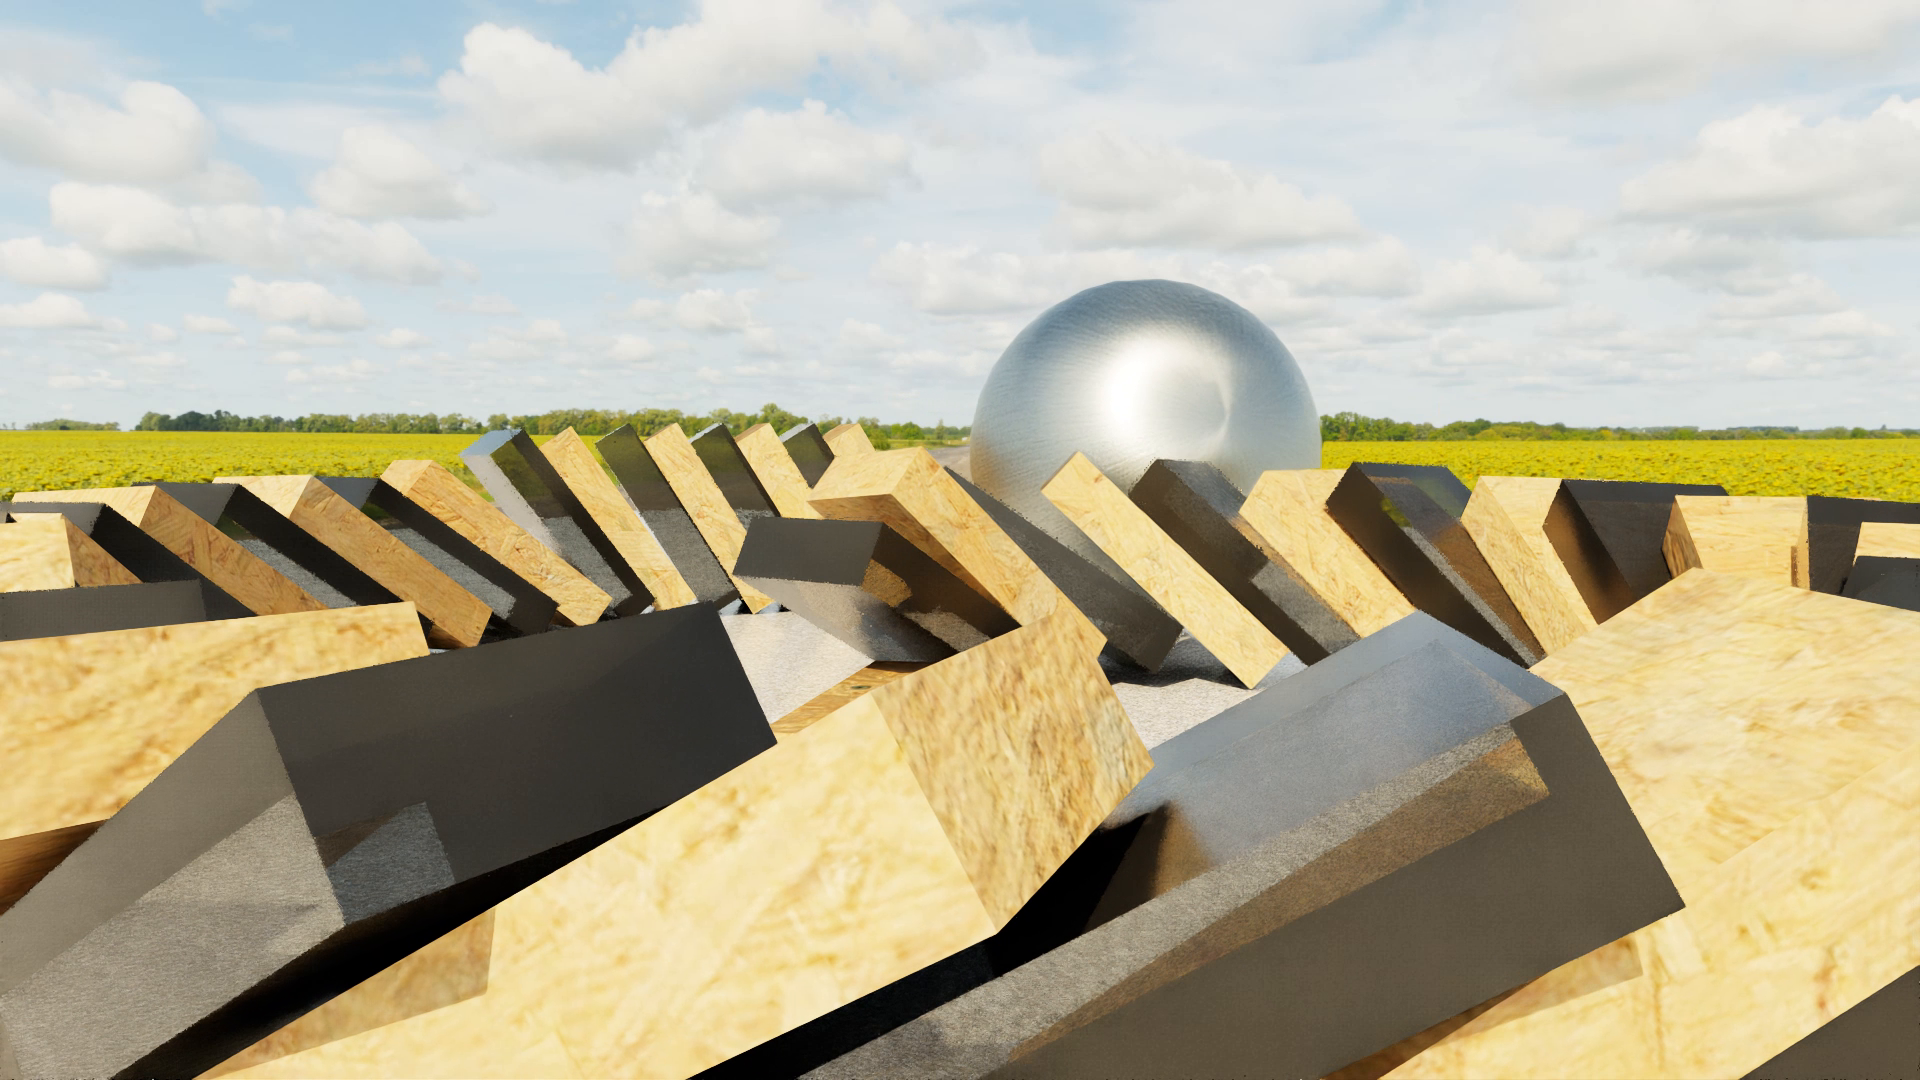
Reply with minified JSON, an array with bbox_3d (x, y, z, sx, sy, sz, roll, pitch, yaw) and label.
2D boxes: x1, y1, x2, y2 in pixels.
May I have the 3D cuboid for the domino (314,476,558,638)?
[{"bbox_3d":[-0.110,0.005,0.265,0.025,0.009,0.050,3,-29,33],"label":"domino"}]

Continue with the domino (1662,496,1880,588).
[{"bbox_3d":[0.107,0.013,0.159,0.025,0.010,0.050,1,38,14],"label":"domino"}]

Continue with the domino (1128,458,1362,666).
[{"bbox_3d":[0.056,0.005,0.236,0.050,0.010,0.025,46,23,24],"label":"domino"}]

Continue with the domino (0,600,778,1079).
[{"bbox_3d":[-0.036,0.020,0.070,0.050,0.010,0.025,-33,-12,30],"label":"domino"}]

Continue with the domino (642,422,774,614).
[{"bbox_3d":[-0.064,-0.006,0.328,0.009,0.050,0.025,-33,12,-12],"label":"domino"}]

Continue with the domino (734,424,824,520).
[{"bbox_3d":[-0.042,-0.006,0.333,0.009,0.050,0.025,-33,13,-12],"label":"domino"}]

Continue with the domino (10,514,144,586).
[{"bbox_3d":[-0.122,0.012,0.174,0.025,0.010,0.050,0,-27,-4],"label":"domino"}]

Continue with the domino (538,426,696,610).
[{"bbox_3d":[-0.085,-0.004,0.316,0.010,0.050,0.025,-37,14,-13],"label":"domino"}]

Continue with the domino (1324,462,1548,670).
[{"bbox_3d":[0.086,0.007,0.215,0.025,0.010,0.050,0,42,-32],"label":"domino"}]

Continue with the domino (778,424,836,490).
[{"bbox_3d":[-0.031,-0.006,0.335,0.009,0.050,0.025,-33,12,-12],"label":"domino"}]

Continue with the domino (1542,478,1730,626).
[{"bbox_3d":[0.105,0.010,0.181,0.025,0.009,0.050,2,39,-2],"label":"domino"}]

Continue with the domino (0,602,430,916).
[{"bbox_3d":[-0.055,0.020,0.080,0.050,0.010,0.025,-34,-18,36],"label":"domino"}]

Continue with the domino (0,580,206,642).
[{"bbox_3d":[-0.073,0.019,0.092,0.025,0.010,0.050,-4,-25,-43],"label":"domino"}]

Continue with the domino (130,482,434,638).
[{"bbox_3d":[-0.123,0.007,0.232,0.025,0.010,0.050,2,-30,22],"label":"domino"}]

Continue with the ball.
[{"bbox_3d":[0.042,-0.020,0.296,0.080,0.080,0.080,0,4,0],"label":"ball"}]

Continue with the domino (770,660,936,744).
[{"bbox_3d":[-0.006,0.025,0.170,0.025,0.009,0.050,1,4,12],"label":"domino"}]

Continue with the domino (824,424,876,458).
[{"bbox_3d":[-0.020,-0.007,0.338,0.010,0.050,0.025,-33,12,-12],"label":"domino"}]

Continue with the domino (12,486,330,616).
[{"bbox_3d":[-0.126,0.009,0.211,0.025,0.010,0.050,-2,-29,12],"label":"domino"}]

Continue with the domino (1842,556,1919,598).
[{"bbox_3d":[0.081,0.019,0.102,0.025,0.010,0.050,4,34,45],"label":"domino"}]

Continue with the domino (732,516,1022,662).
[{"bbox_3d":[-0.009,0.012,0.198,0.025,0.009,0.050,3,-23,37],"label":"domino"}]

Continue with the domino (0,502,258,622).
[{"bbox_3d":[-0.126,0.011,0.194,0.025,0.010,0.050,0,-28,6],"label":"domino"}]

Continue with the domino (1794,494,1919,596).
[{"bbox_3d":[0.107,0.014,0.140,0.025,0.010,0.050,7,39,28],"label":"domino"}]

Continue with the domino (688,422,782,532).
[{"bbox_3d":[-0.053,-0.006,0.331,0.010,0.050,0.025,-33,13,-12],"label":"domino"}]

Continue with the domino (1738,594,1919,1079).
[{"bbox_3d":[0.066,0.019,0.083,0.050,0.009,0.025,-34,16,-15],"label":"domino"}]

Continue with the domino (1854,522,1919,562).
[{"bbox_3d":[0.097,0.017,0.120,0.025,0.009,0.050,4,37,40],"label":"domino"}]

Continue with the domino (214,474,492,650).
[{"bbox_3d":[-0.117,0.005,0.247,0.025,0.009,0.050,0,-31,24],"label":"domino"}]

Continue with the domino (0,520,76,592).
[{"bbox_3d":[-0.086,0.016,0.103,0.025,0.010,0.050,-7,-26,-38],"label":"domino"}]

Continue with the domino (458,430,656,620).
[{"bbox_3d":[-0.094,-0.003,0.301,0.009,0.050,0.025,-44,27,-25],"label":"domino"}]

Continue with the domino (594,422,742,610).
[{"bbox_3d":[-0.074,-0.005,0.323,0.009,0.050,0.025,-34,13,-12],"label":"domino"}]

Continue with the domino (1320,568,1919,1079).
[{"bbox_3d":[0.029,0.020,0.069,0.050,0.010,0.025,-31,9,-2],"label":"domino"}]

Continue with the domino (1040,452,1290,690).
[{"bbox_3d":[0.036,0.004,0.234,0.050,0.009,0.025,43,5,0],"label":"domino"}]

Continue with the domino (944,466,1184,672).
[{"bbox_3d":[0.014,0.006,0.233,0.050,0.010,0.025,34,-6,-4],"label":"domino"}]

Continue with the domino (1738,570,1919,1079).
[{"bbox_3d":[0.047,0.020,0.073,0.050,0.009,0.025,-31,9,-5],"label":"domino"}]

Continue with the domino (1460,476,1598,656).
[{"bbox_3d":[0.101,0.009,0.198,0.025,0.010,0.050,1,39,-8],"label":"domino"}]

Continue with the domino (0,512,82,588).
[{"bbox_3d":[-0.117,0.013,0.153,0.025,0.010,0.050,-3,-27,-12],"label":"domino"}]

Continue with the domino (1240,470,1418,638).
[{"bbox_3d":[0.075,0.007,0.226,0.025,0.009,0.050,-3,42,-38],"label":"domino"}]

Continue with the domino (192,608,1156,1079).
[{"bbox_3d":[-0.016,0.021,0.065,0.050,0.010,0.025,-31,-7,20],"label":"domino"}]

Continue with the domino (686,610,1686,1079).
[{"bbox_3d":[0.006,0.021,0.065,0.050,0.009,0.025,-29,0,8],"label":"domino"}]

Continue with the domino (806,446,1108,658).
[{"bbox_3d":[0.000,0.005,0.216,0.050,0.010,0.025,45,-27,-28],"label":"domino"}]

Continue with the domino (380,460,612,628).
[{"bbox_3d":[-0.104,0.002,0.285,0.025,0.010,0.050,4,-33,49],"label":"domino"}]
